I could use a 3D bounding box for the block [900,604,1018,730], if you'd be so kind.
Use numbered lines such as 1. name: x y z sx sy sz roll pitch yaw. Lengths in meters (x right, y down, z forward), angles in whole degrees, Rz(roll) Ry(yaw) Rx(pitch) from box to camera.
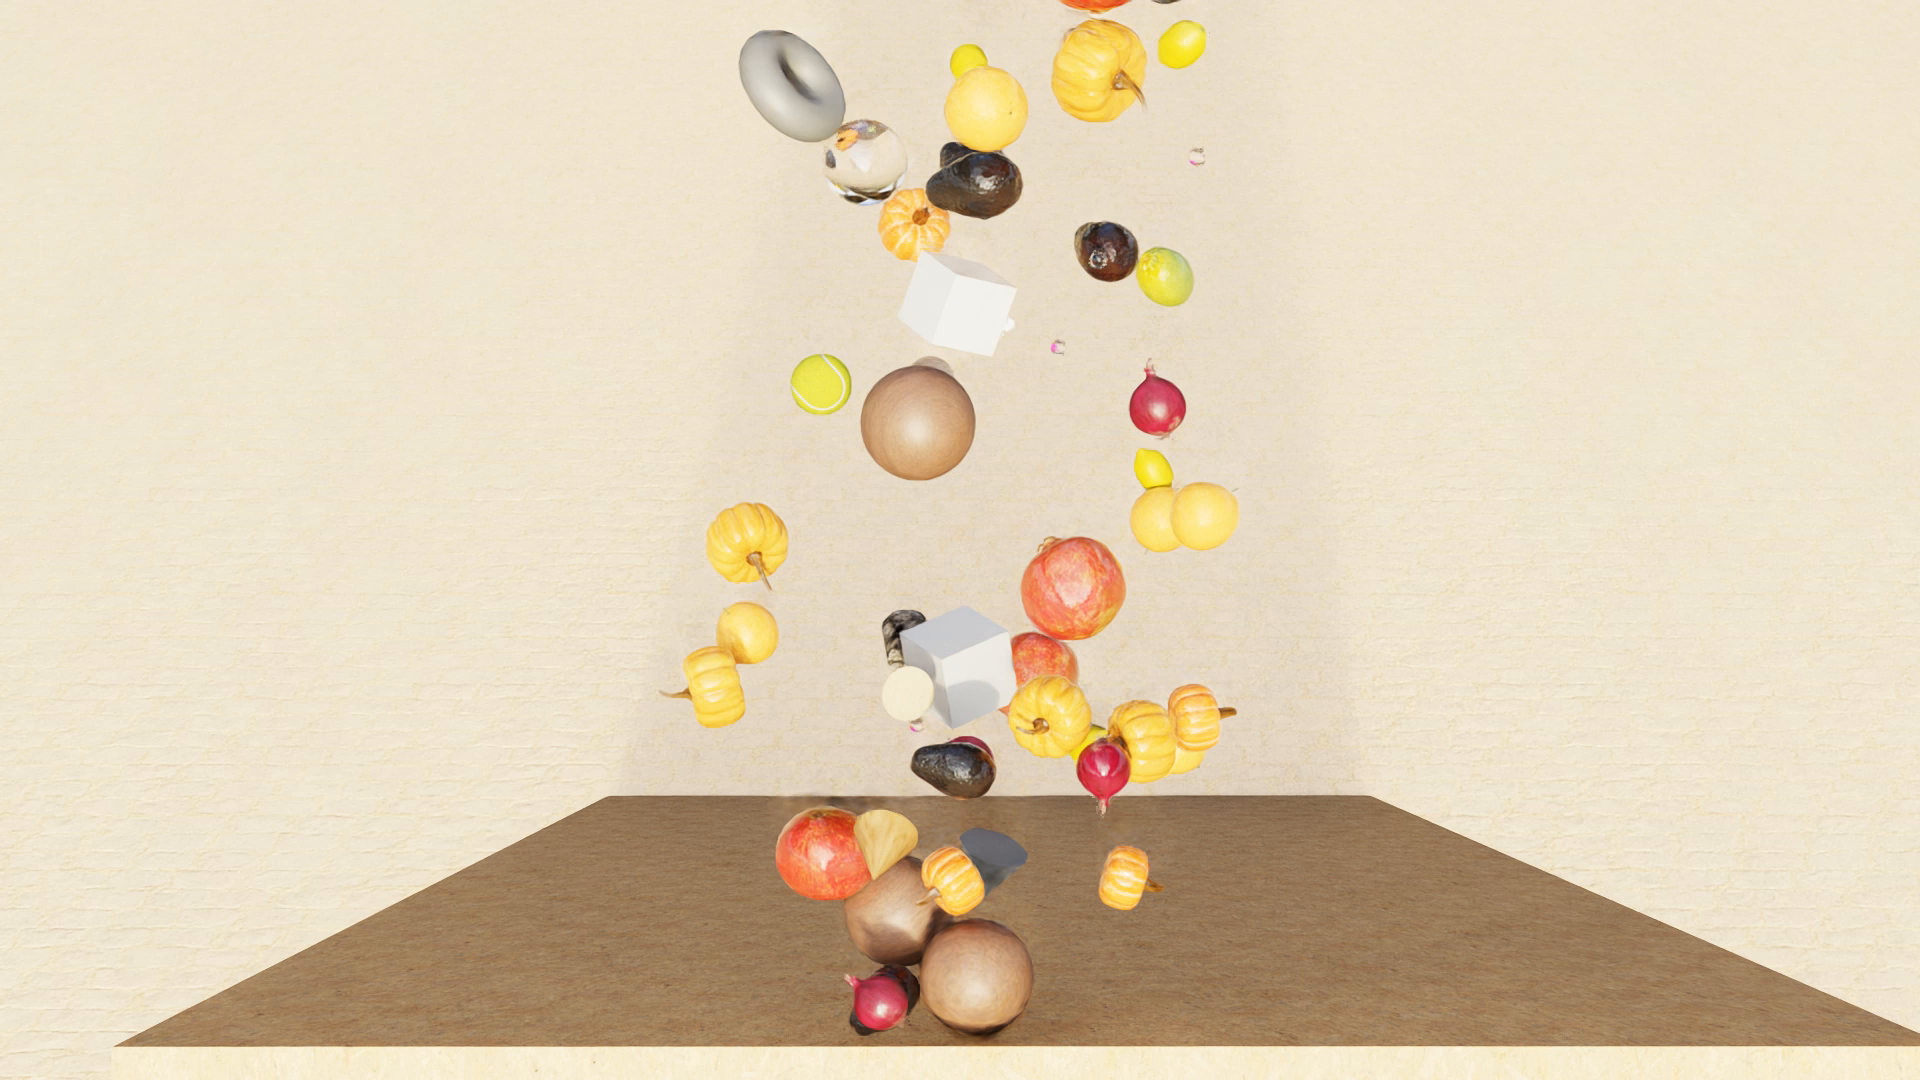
1. block: -0.001 0.143 2.945 0.090 0.090 0.090 -23 29 -25

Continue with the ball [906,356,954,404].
1. ball: -0.034 -0.183 2.975 0.056 0.056 0.056 0 35 0

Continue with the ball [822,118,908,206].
1. ball: -0.093 -0.367 2.525 0.084 0.084 0.084 0 35 0

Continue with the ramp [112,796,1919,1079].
1. ramp: 0.077 0.661 4.823 2.000 0.100 4.000 0 -2 0

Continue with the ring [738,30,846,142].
1. ring: -0.161 -0.436 2.491 0.122 0.041 0.122 31 40 -31

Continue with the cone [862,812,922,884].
1. cone: -0.084 0.332 2.722 0.069 0.069 0.069 13 61 18

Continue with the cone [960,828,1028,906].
1. cone: 0.028 0.402 3.093 0.083 0.083 0.083 16 21 -6

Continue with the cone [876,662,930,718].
1. cone: -0.068 0.164 2.853 0.060 0.060 0.060 -9 1 -13

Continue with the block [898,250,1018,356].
1. block: -0.003 -0.212 2.324 0.066 0.066 0.066 9 20 -34
